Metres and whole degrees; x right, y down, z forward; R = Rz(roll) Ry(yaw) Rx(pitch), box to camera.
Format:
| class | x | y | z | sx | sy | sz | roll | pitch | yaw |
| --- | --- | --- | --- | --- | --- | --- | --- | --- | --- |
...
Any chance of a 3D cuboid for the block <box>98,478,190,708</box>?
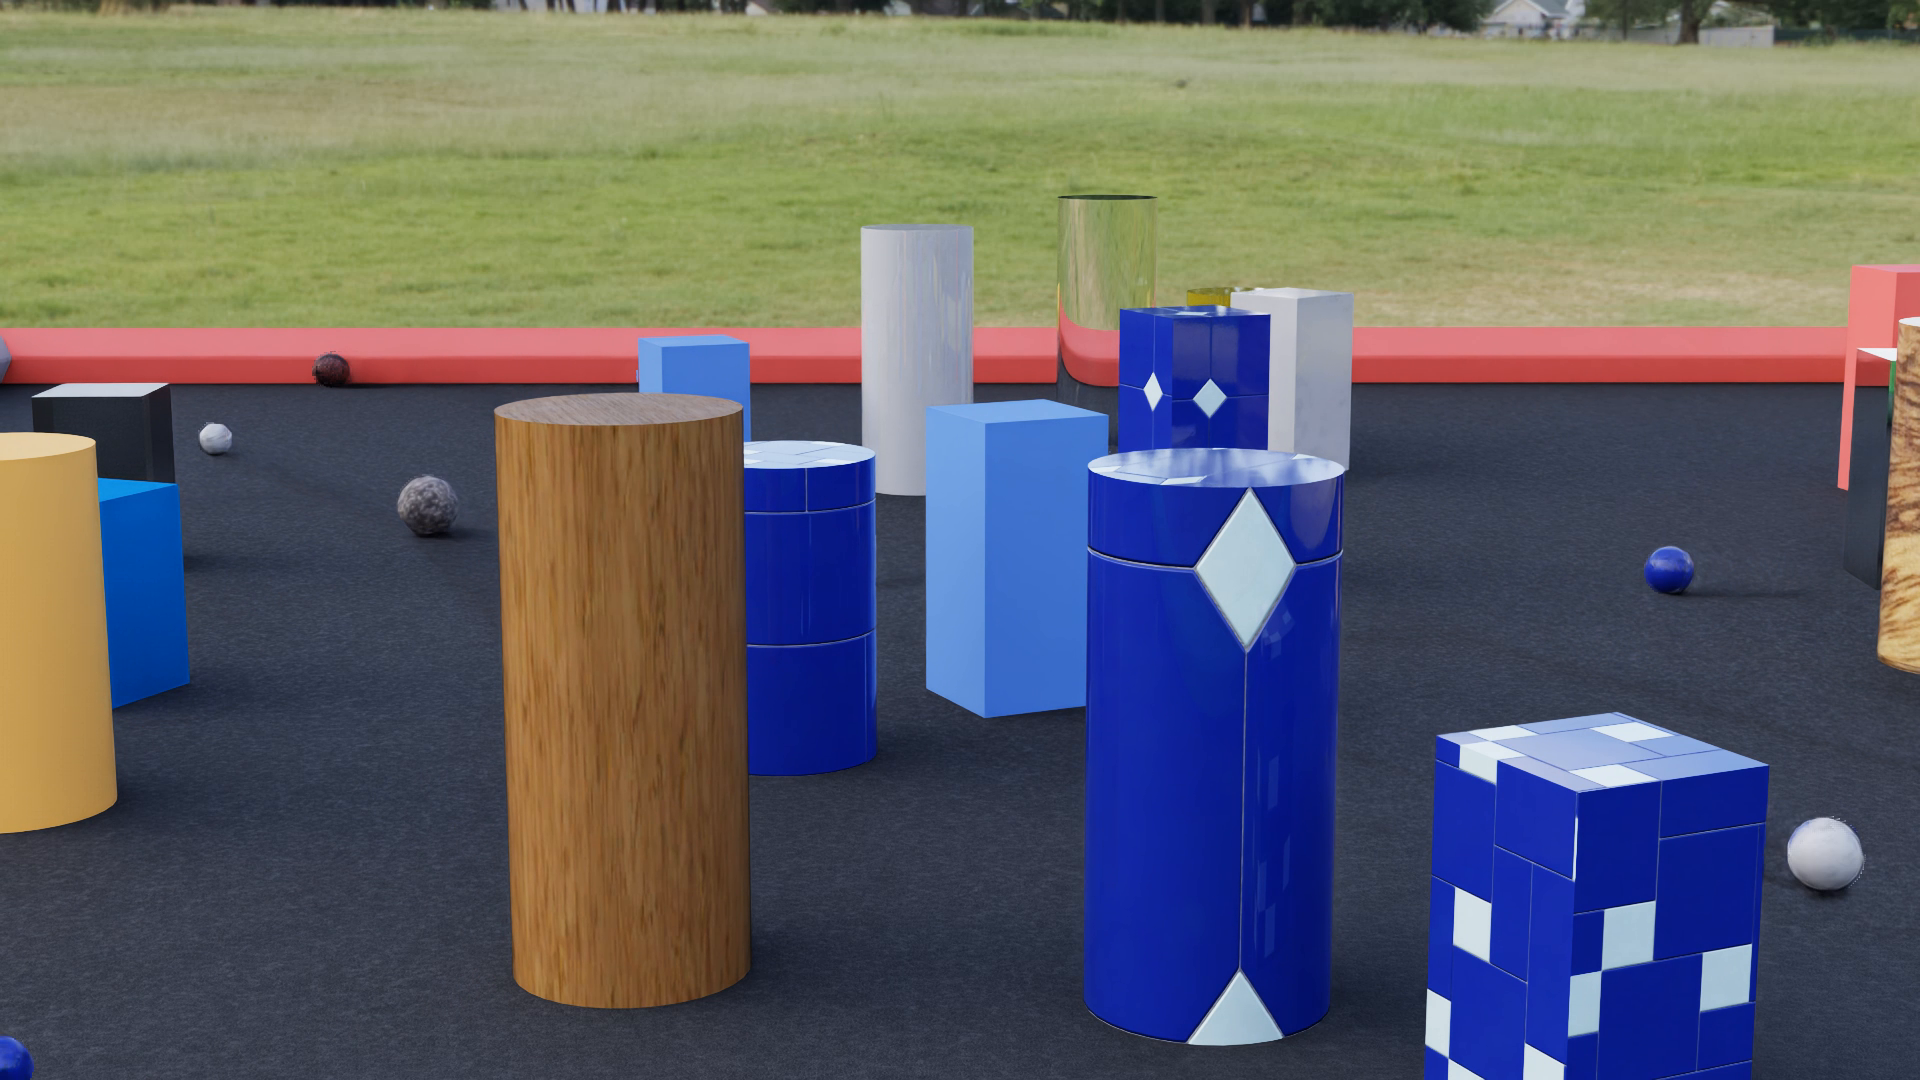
| class | x | y | z | sx | sy | sz | roll | pitch | yaw |
| --- | --- | --- | --- | --- | --- | --- | --- | --- | --- |
| block | -1.019 | 0.060 | 2.995 | 0.155 | 0.240 | 0.155 | 4 | 11 | 22 |

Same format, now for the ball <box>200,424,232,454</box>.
| class | x | y | z | sx | sy | sz | roll | pitch | yaw |
| --- | --- | --- | --- | --- | --- | --- | --- | --- | --- |
| ball | -1.404 | -0.191 | 4.840 | 0.060 | 0.060 | 0.060 | 0 | 11 | 0 |

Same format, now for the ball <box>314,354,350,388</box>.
| class | x | y | z | sx | sy | sz | roll | pitch | yaw |
| --- | --- | --- | --- | --- | --- | --- | --- | --- | --- |
| ball | -1.431 | -0.386 | 5.843 | 0.077 | 0.077 | 0.077 | 0 | 11 | 0 |

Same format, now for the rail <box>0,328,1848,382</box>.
| class | x | y | z | sx | sy | sz | roll | pitch | yaw |
| --- | --- | --- | --- | --- | --- | --- | --- | --- | --- |
| rail | -0.014 | -0.423 | 5.900 | 4.401 | 0.126 | 0.045 | 0 | 11 | 0 |

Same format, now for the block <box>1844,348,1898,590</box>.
| class | x | y | z | sx | sy | sz | roll | pitch | yaw |
| --- | --- | --- | --- | --- | --- | --- | --- | --- | --- |
| block | 1.364 | -0.102 | 3.639 | 0.155 | 0.323 | 0.155 | 0 | 11 | 2 |

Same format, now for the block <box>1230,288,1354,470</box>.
| class | x | y | z | sx | sy | sz | roll | pitch | yaw |
| --- | --- | --- | --- | --- | --- | --- | --- | --- | --- |
| block | 0.596 | -0.286 | 4.634 | 0.155 | 0.321 | 0.155 | -9 | 14 | -41 |

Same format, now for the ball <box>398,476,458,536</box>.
| class | x | y | z | sx | sy | sz | roll | pitch | yaw |
| --- | --- | --- | --- | --- | --- | --- | --- | --- | --- |
| ball | -0.830 | -0.053 | 4.007 | 0.093 | 0.093 | 0.093 | 0 | 11 | 0 |

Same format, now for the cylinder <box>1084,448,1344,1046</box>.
| class | x | y | z | sx | sy | sz | roll | pitch | yaw |
| --- | --- | --- | --- | --- | --- | --- | --- | --- | --- |
| cylinder | 0.194 | 0.153 | 1.985 | 0.194 | 0.425 | 0.194 | 0 | 11 | 0 |

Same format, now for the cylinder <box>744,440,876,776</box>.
| class | x | y | z | sx | sy | sz | roll | pitch | yaw |
| --- | --- | --- | --- | --- | --- | --- | --- | --- | --- |
| cylinder | -0.186 | 0.069 | 2.721 | 0.194 | 0.323 | 0.194 | 0 | 11 | 0 |

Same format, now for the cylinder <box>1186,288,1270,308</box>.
| class | x | y | z | sx | sy | sz | roll | pitch | yaw |
| --- | --- | --- | --- | --- | --- | --- | --- | --- | --- |
| cylinder | 0.528 | -0.325 | 4.901 | 0.194 | 0.300 | 0.194 | 0 | 11 | 0 |

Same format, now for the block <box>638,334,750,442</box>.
| class | x | y | z | sx | sy | sz | roll | pitch | yaw |
| --- | --- | --- | --- | --- | --- | --- | --- | --- | --- |
| block | -0.462 | -0.221 | 4.469 | 0.155 | 0.254 | 0.155 | -4 | 11 | -21 |

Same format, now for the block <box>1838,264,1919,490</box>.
| class | x | y | z | sx | sy | sz | roll | pitch | yaw |
| --- | --- | --- | --- | --- | --- | --- | --- | --- | --- |
| block | 1.618 | -0.270 | 4.373 | 0.155 | 0.385 | 0.155 | -2 | 11 | -8 |

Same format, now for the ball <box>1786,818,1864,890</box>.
| class | x | y | z | sx | sy | sz | roll | pitch | yaw |
| --- | --- | --- | --- | --- | --- | --- | --- | --- | --- |
| ball | 0.771 | 0.280 | 2.288 | 0.065 | 0.065 | 0.065 | 0 | 11 | 0 |

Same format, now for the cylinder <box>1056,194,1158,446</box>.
| class | x | y | z | sx | sy | sz | roll | pitch | yaw |
| --- | --- | --- | --- | --- | --- | --- | --- | --- | --- |
| cylinder | 0.285 | -0.431 | 5.006 | 0.194 | 0.472 | 0.194 | 0 | 11 | 0 |

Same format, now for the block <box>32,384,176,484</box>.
| class | x | y | z | sx | sy | sz | roll | pitch | yaw |
| --- | --- | --- | --- | --- | --- | --- | --- | --- | --- |
| block | -1.249 | -0.091 | 3.758 | 0.155 | 0.259 | 0.155 | 0 | 11 | -3 |

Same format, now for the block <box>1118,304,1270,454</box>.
| class | x | y | z | sx | sy | sz | roll | pitch | yaw |
| --- | --- | --- | --- | --- | --- | --- | --- | --- | --- |
| block | 0.330 | -0.134 | 3.650 | 0.155 | 0.382 | 0.155 | -5 | 12 | -24 |

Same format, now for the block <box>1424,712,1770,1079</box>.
| class | x | y | z | sx | sy | sz | roll | pitch | yaw |
| --- | --- | --- | --- | --- | --- | --- | --- | --- | --- |
| block | 0.431 | 0.275 | 1.756 | 0.155 | 0.270 | 0.155 | -5 | 12 | -24 |

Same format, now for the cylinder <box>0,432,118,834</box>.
| class | x | y | z | sx | sy | sz | roll | pitch | yaw |
| --- | --- | --- | --- | --- | --- | --- | --- | --- | --- |
| cylinder | -0.940 | 0.087 | 2.520 | 0.194 | 0.360 | 0.194 | 0 | 11 | 0 |

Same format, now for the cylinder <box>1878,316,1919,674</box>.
| class | x | y | z | sx | sy | sz | roll | pitch | yaw |
| --- | --- | --- | --- | --- | --- | --- | --- | --- | --- |
| cylinder | 1.233 | -0.055 | 3.125 | 0.194 | 0.418 | 0.194 | 0 | 11 | 0 |

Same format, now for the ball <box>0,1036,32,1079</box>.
| class | x | y | z | sx | sy | sz | roll | pitch | yaw |
| --- | --- | --- | --- | --- | --- | --- | --- | --- | --- |
| ball | -0.687 | 0.376 | 1.835 | 0.042 | 0.042 | 0.042 | 0 | 11 | 0 |

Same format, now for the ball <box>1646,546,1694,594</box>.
| class | x | y | z | sx | sy | sz | roll | pitch | yaw |
| --- | --- | --- | --- | --- | --- | --- | --- | --- | --- |
| ball | 0.988 | 0.042 | 3.570 | 0.066 | 0.066 | 0.066 | 0 | 11 | 0 |

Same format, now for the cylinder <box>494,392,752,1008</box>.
| class | x | y | z | sx | sy | sz | roll | pitch | yaw |
| --- | --- | --- | --- | --- | --- | --- | --- | --- | --- |
| cylinder | -0.268 | 0.122 | 2.057 | 0.194 | 0.459 | 0.194 | 0 | 11 | 0 |

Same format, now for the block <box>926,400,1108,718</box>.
| class | x | y | z | sx | sy | sz | roll | pitch | yaw |
| --- | --- | --- | --- | --- | --- | --- | --- | --- | --- |
| block | 0.064 | 0.017 | 2.964 | 0.155 | 0.335 | 0.155 | -5 | 12 | -25 |

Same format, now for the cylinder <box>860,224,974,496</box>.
| class | x | y | z | sx | sy | sz | roll | pitch | yaw |
| --- | --- | --- | --- | --- | --- | --- | --- | --- | --- |
| cylinder | -0.074 | -0.315 | 4.439 | 0.194 | 0.450 | 0.194 | 0 | 11 | 0 |

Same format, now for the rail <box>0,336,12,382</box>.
| class | x | y | z | sx | sy | sz | roll | pitch | yaw |
| --- | --- | --- | --- | --- | --- | --- | --- | --- | --- |
| rail | -2.177 | 0.035 | 3.437 | 0.045 | 0.126 | 5.034 | 0 | 11 | 0 |
